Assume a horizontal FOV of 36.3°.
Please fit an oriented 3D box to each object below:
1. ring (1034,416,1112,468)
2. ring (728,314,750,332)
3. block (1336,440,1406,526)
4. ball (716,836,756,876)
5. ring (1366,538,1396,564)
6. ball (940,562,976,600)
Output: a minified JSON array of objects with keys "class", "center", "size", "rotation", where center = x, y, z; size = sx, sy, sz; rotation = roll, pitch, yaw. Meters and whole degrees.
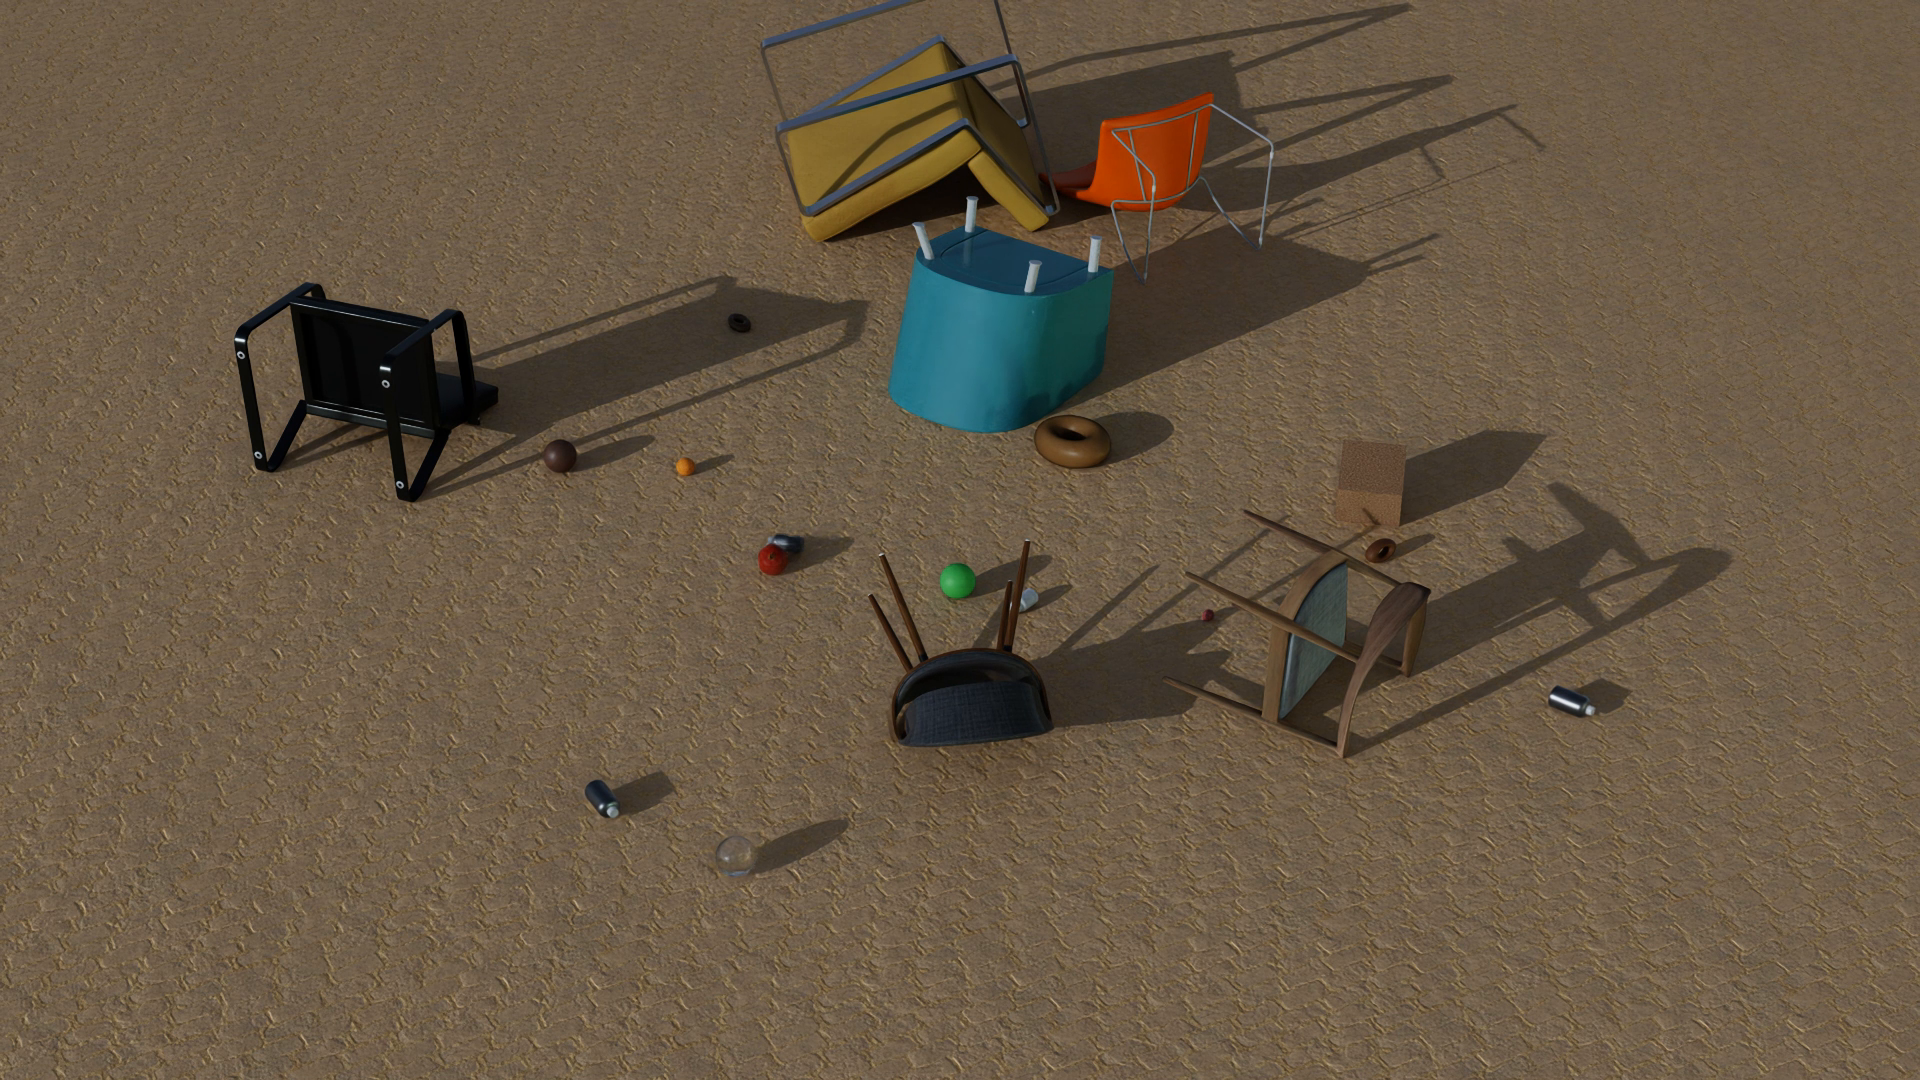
[{"class":"ring","center":[0.439,-0.383,11.423],"size":[0.320,0.115,0.264],"rotation":[22,41,32]},{"class":"ring","center":[-0.925,-0.911,12.296],"size":[0.087,0.036,0.140],"rotation":[-15,37,-24]},{"class":"block","center":[1.549,-0.214,11.044],"size":[0.238,0.182,0.249],"rotation":[6,51,8]},{"class":"ball","center":[-0.711,1.003,9.303],"size":[0.131,0.131,0.131],"rotation":[0,33,0]},{"class":"ring","center":[1.552,0.039,10.817],"size":[0.130,0.078,0.055],"rotation":[-29,28,-20]},{"class":"ball","center":[-0.008,0.148,10.601],"size":[0.131,0.131,0.131],"rotation":[0,33,0]}]
